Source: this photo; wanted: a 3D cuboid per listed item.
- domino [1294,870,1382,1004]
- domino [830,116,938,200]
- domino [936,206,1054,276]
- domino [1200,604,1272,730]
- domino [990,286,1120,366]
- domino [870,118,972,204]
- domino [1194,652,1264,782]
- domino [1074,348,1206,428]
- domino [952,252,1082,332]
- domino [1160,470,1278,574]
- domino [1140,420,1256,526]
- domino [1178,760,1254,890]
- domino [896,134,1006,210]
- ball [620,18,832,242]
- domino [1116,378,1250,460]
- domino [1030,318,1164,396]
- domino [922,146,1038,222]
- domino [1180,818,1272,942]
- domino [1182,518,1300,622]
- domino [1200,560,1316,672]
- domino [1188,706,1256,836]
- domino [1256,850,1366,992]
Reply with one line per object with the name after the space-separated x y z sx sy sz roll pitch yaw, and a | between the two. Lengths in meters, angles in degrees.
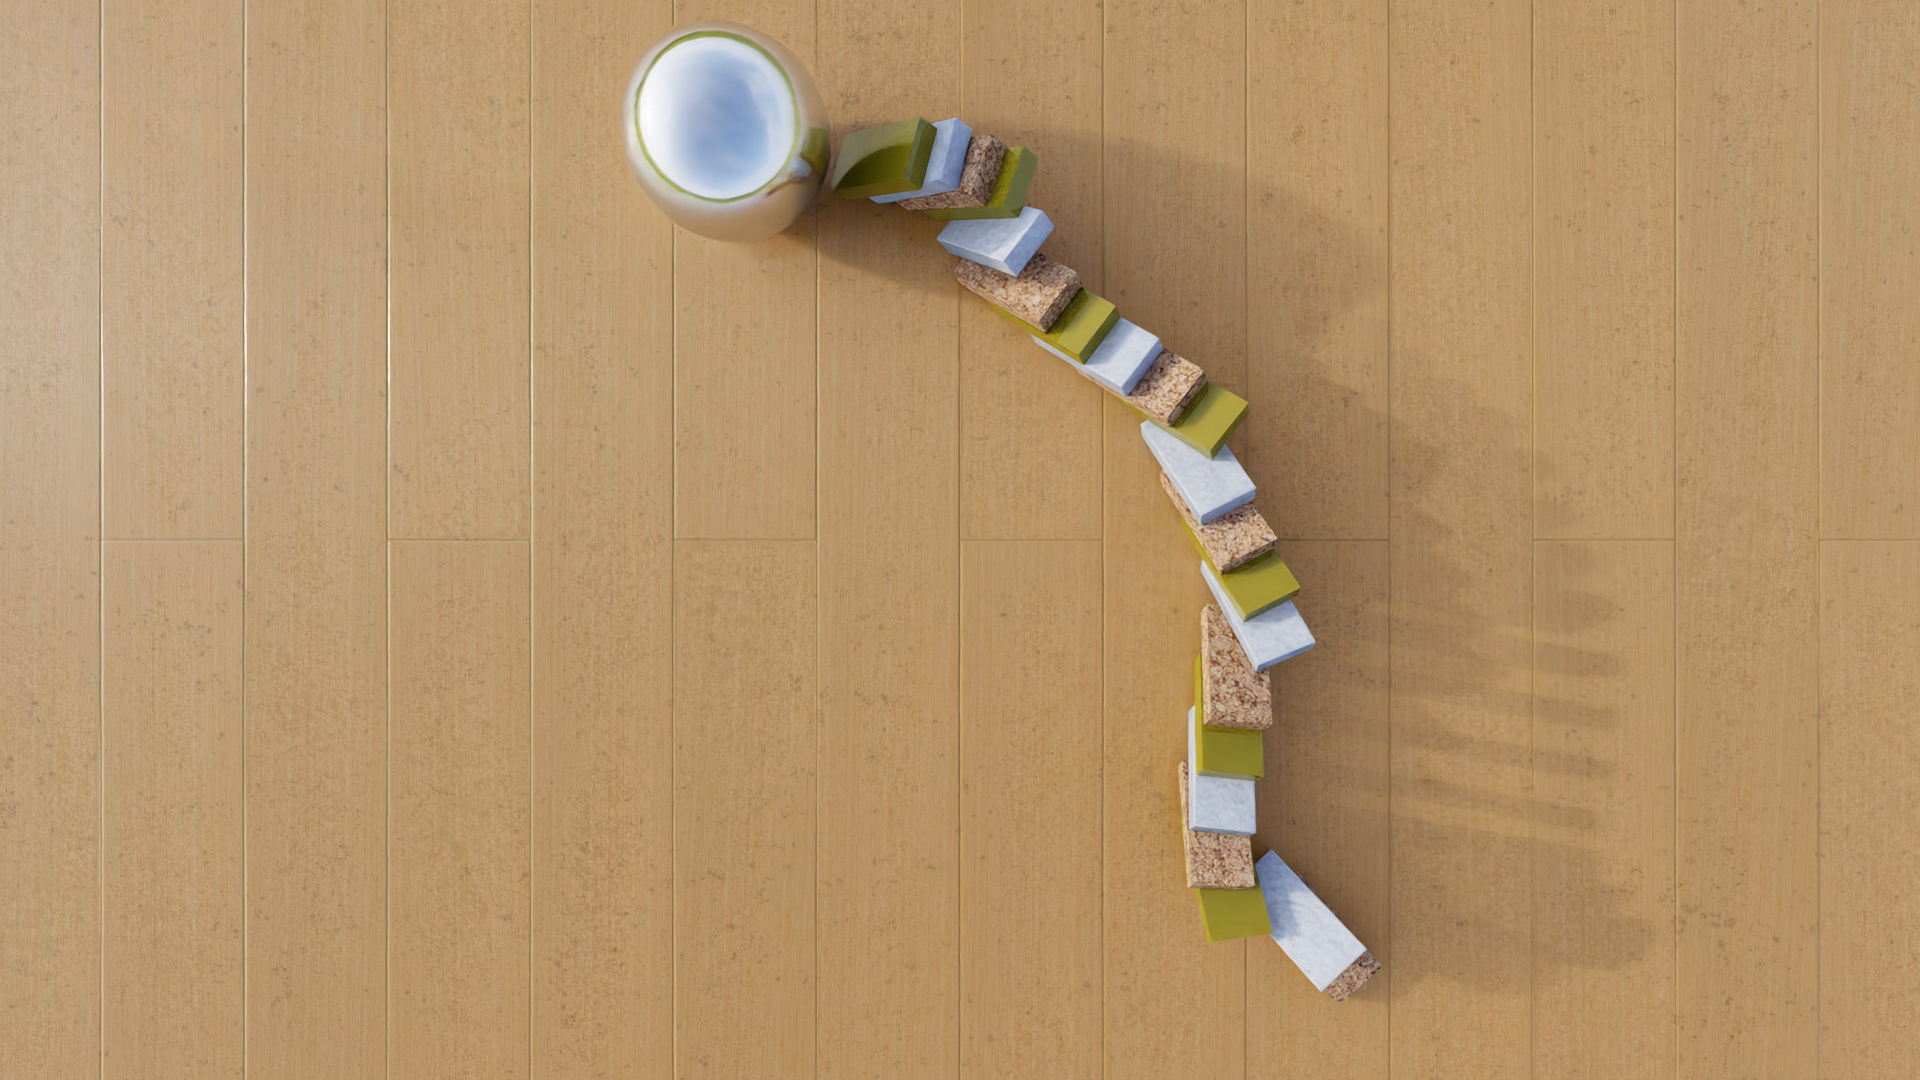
0.154 0.171 0.395 0.025 0.009 0.050 -41 90 0 | domino
-0.032 -0.157 0.379 0.009 0.050 0.025 15 90 -45 | domino
0.014 -0.127 0.379 0.025 0.050 0.010 -52 133 0 | domino
0.115 0.053 0.385 0.025 0.009 0.050 6 63 0 | domino
0.039 -0.097 0.385 0.050 0.009 0.025 38 90 27 | domino
-0.018 -0.156 0.379 0.009 0.050 0.025 15 88 -45 | domino
0.112 0.074 0.385 0.025 0.009 0.050 6 63 0 | domino
0.075 -0.071 0.384 0.050 0.009 0.025 38 88 27 | domino
0.024 -0.110 0.384 0.050 0.010 0.025 38 90 29 | domino
0.108 -0.013 0.384 0.025 0.010 0.050 -26 63 -1 | domino
0.099 -0.033 0.385 0.025 0.010 0.050 -27 63 0 | domino
0.107 0.119 0.384 0.025 0.010 0.050 1 63 2 | domino
-0.005 -0.151 0.379 0.009 0.050 0.025 19 90 -45 | domino
-0.091 -0.159 0.360 0.080 0.080 0.080 0 90 0 | ball
0.092 -0.058 0.384 0.050 0.009 0.025 38 88 27 | domino
0.057 -0.084 0.384 0.050 0.009 0.025 37 89 27 | domino
0.007 -0.147 0.379 0.009 0.050 0.025 19 89 -45 | domino
0.111 0.140 0.385 0.025 0.010 0.050 -8 65 0 | domino
0.117 0.007 0.384 0.025 0.010 0.050 -26 63 -1 | domino
0.124 0.027 0.384 0.025 0.010 0.050 -22 63 -1 | domino
0.109 0.096 0.384 0.025 0.010 0.050 6 63 2 | domino
0.140 0.158 0.382 0.025 0.010 0.050 -43 61 -1 | domino
